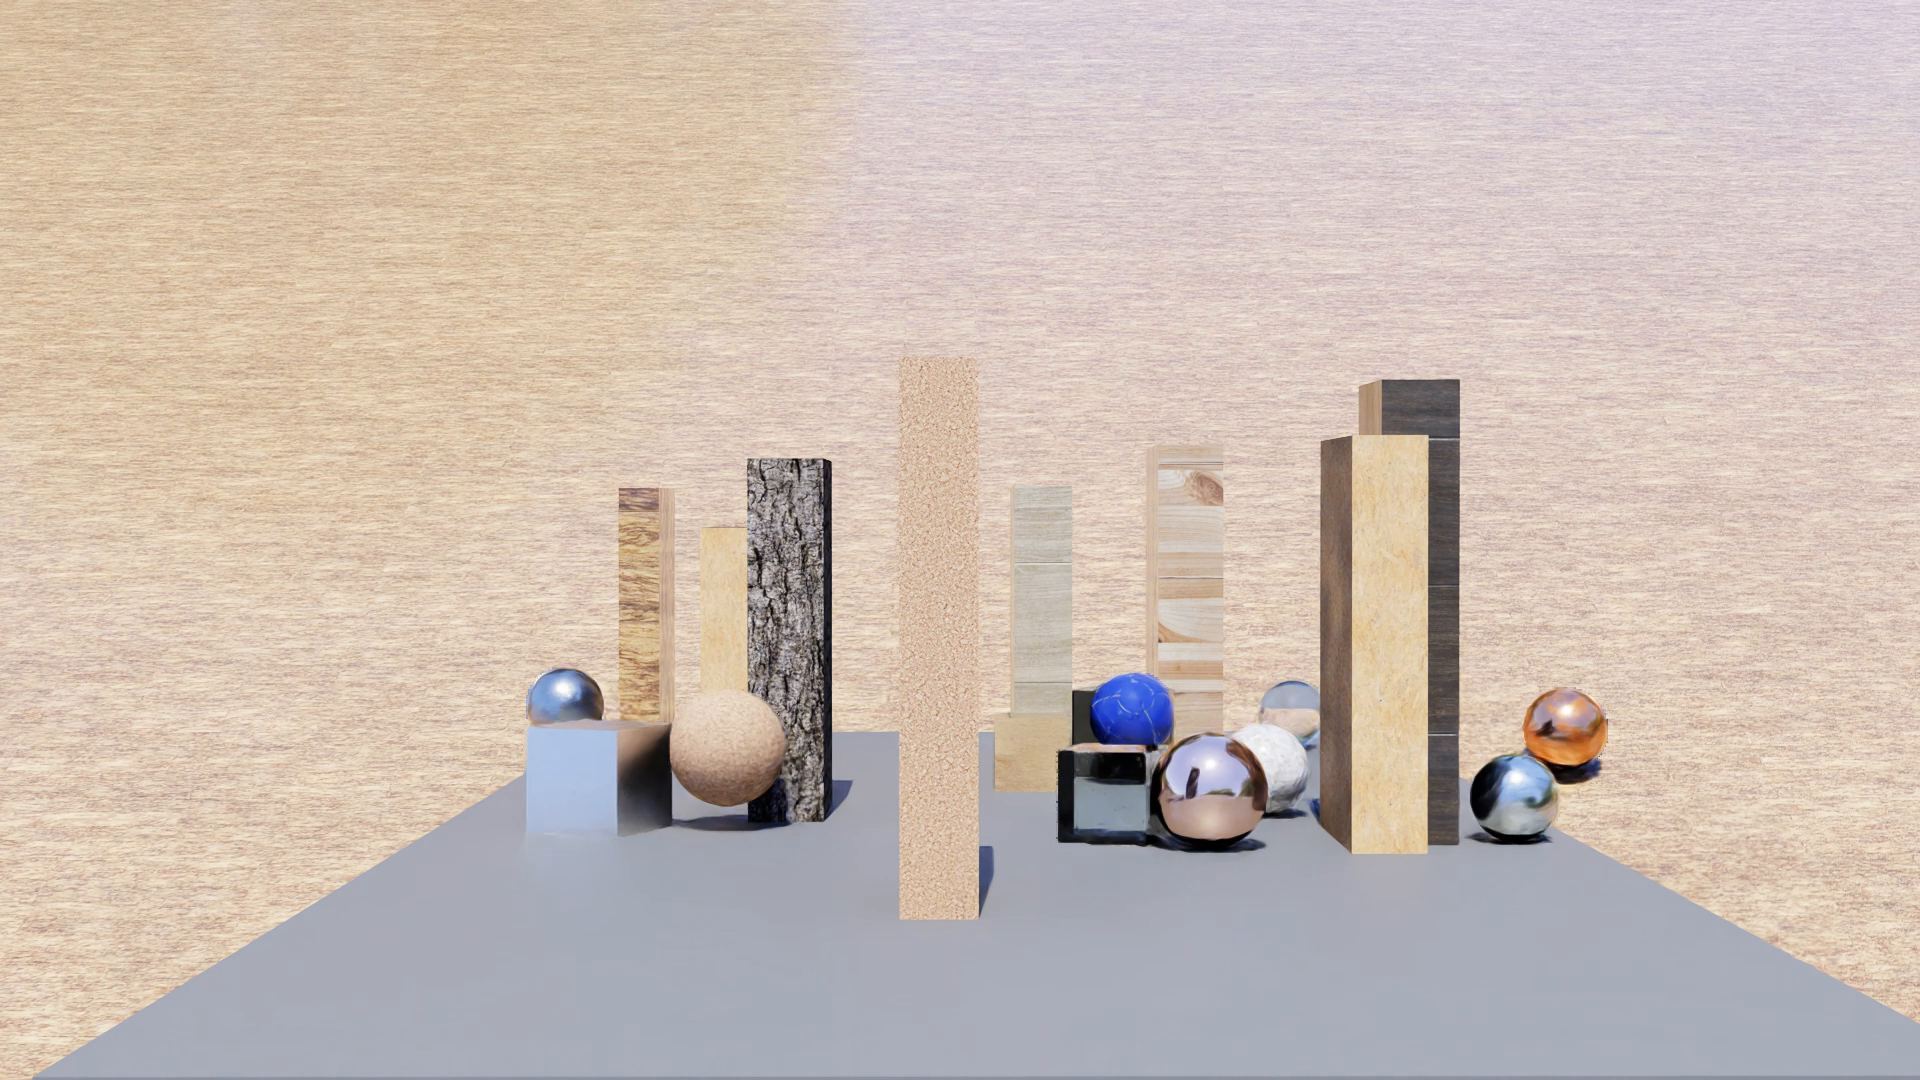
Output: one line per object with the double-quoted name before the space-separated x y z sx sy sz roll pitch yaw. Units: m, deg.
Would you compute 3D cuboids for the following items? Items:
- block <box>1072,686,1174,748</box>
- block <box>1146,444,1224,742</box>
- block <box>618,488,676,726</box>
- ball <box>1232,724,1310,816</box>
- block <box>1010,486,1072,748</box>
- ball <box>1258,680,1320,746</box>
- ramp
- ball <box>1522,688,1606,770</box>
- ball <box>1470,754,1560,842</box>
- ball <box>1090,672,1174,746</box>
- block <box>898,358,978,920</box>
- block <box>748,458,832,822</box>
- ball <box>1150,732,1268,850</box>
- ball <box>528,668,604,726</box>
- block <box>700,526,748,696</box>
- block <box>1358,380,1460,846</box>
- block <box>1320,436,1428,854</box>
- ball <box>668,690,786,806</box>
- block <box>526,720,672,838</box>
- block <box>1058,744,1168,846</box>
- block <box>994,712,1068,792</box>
"block" 0.350 0.412 5.601 0.180 0.180 0.180 0 1 23
"block" 0.505 0.144 5.844 0.143 0.710 0.368 0 1 0
"block" -0.724 0.189 5.986 0.091 0.618 0.325 0 1 0
"ball" 0.562 0.426 4.792 0.172 0.172 0.172 0 28 0
"block" 0.172 0.194 5.546 0.120 0.617 0.398 0 1 0
"ball" 0.790 0.414 6.137 0.162 0.162 0.162 0 28 0
"ramp" 0.063 0.565 4.605 2.000 0.100 4.000 0 1 0
"ball" 1.540 0.482 6.585 0.208 0.208 0.208 0 28 0
"ball" 0.950 0.441 4.425 0.152 0.152 0.152 0 28 0
"ball" 0.359 0.366 5.396 0.178 0.178 0.178 0 28 0
"block" -0.029 0.135 3.741 0.110 0.782 0.306 0 1 0
"block" -0.318 0.181 4.861 0.139 0.663 0.320 0 1 0
"ball" 0.419 0.420 4.339 0.197 0.197 0.197 0 28 0
"ball" -0.882 0.370 5.781 0.170 0.170 0.170 0 28 0
"block" -0.510 0.236 5.726 0.105 0.529 0.274 0 1 0
"block" 0.779 0.121 4.497 0.132 0.789 0.251 0 1 0
"block" 0.710 0.171 4.457 0.125 0.692 0.375 0 1 0
"ball" -0.415 0.371 4.603 0.208 0.208 0.208 0 28 0
"block" -0.641 0.422 4.601 0.186 0.186 0.186 0 1 25
"block" 0.265 0.438 4.469 0.156 0.156 0.156 0 1 18
"block" 0.144 0.432 5.275 0.149 0.149 0.149 0 1 0
